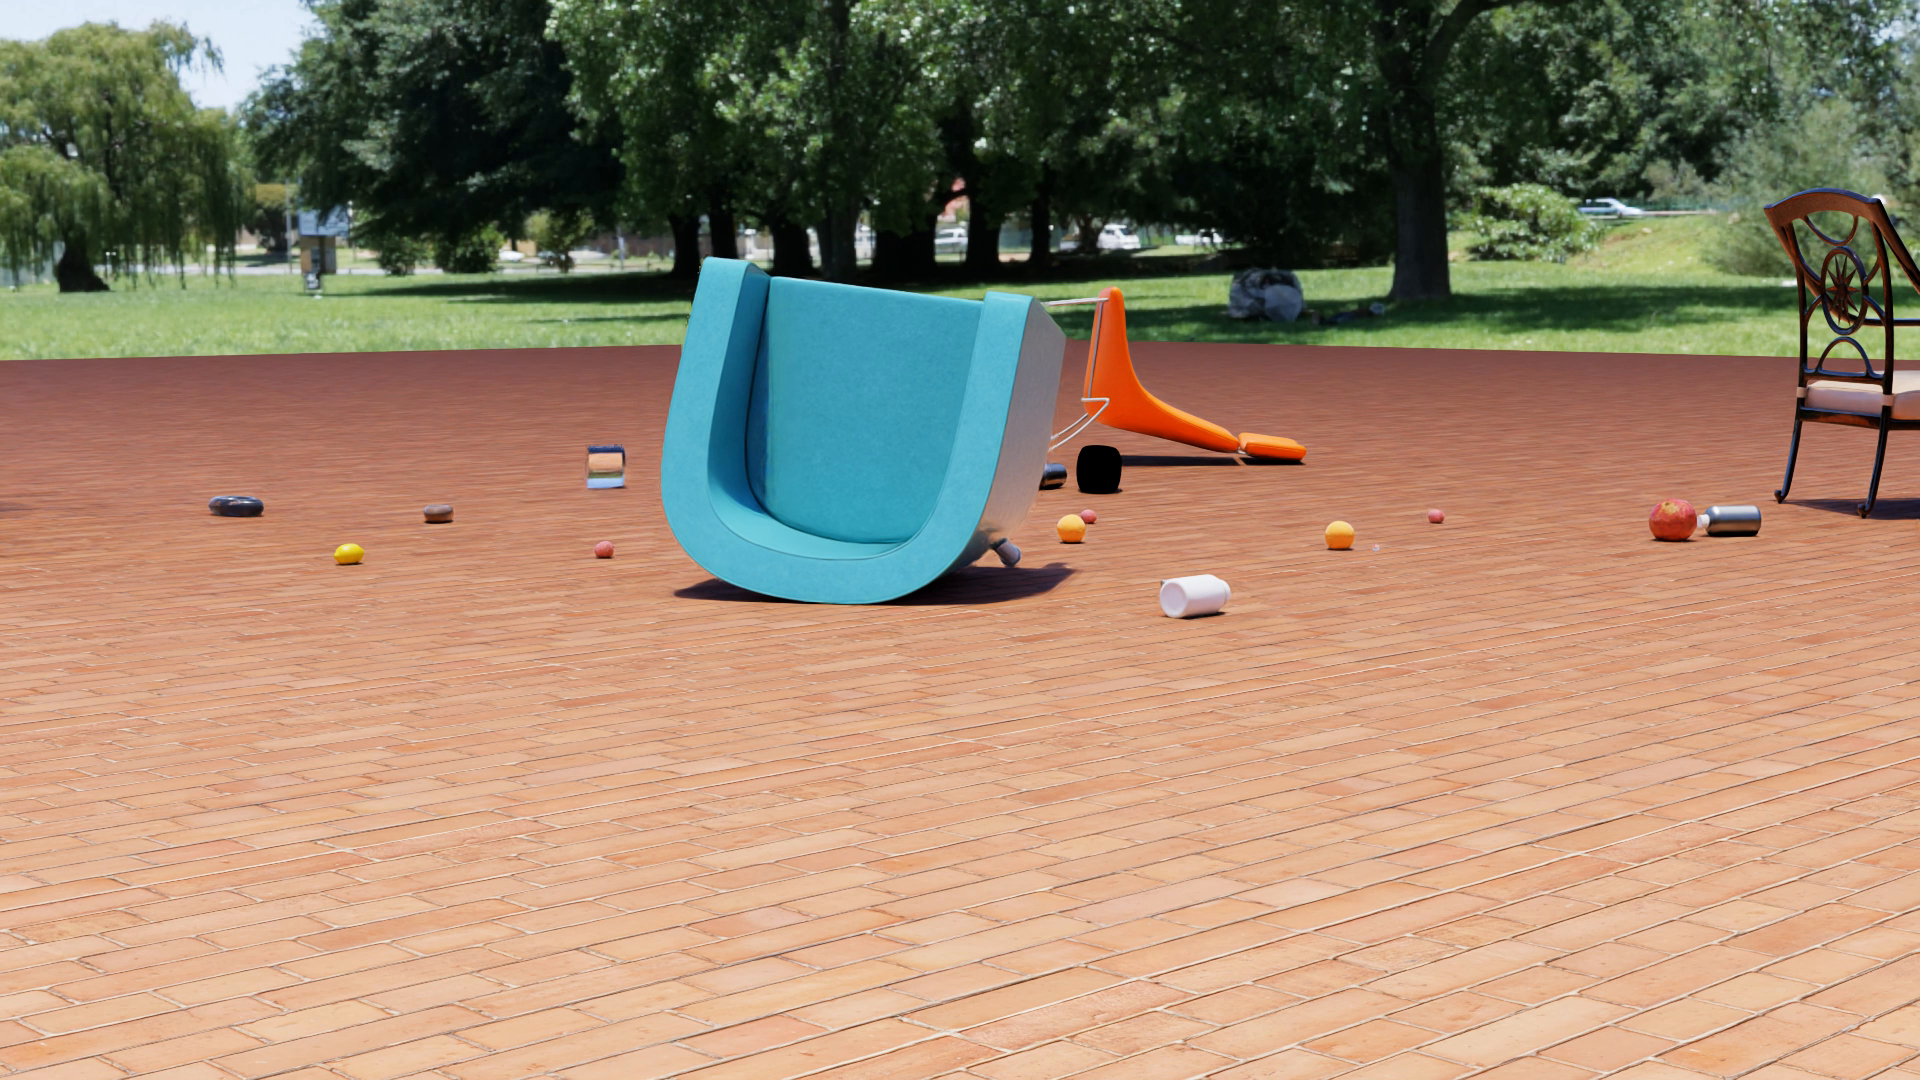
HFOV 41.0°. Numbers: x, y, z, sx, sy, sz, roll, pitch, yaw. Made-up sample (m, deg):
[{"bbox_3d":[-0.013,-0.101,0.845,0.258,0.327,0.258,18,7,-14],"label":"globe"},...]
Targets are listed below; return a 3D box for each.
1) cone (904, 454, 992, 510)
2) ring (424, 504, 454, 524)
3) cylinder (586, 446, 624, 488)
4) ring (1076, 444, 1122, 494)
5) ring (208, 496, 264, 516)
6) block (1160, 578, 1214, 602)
[{"bbox_3d":[-0.005,-0.132,7.338,0.299,0.148,0.162,26,-7,43],"label":"cone"},{"bbox_3d":[-1.400,-0.070,6.888,0.078,0.043,0.133,2,5,-2],"label":"ring"},{"bbox_3d":[-1.105,-0.227,7.981,0.110,0.134,0.089,-2,27,-15],"label":"cylinder"},{"bbox_3d":[0.427,-0.217,7.881,0.139,0.134,0.310,3,7,2],"label":"ring"},{"bbox_3d":[-1.995,-0.092,7.071,0.184,0.050,0.110,5,8,31],"label":"ring"},{"bbox_3d":[0.462,0.103,5.217,0.101,0.041,0.037,-1,6,-10],"label":"block"}]
